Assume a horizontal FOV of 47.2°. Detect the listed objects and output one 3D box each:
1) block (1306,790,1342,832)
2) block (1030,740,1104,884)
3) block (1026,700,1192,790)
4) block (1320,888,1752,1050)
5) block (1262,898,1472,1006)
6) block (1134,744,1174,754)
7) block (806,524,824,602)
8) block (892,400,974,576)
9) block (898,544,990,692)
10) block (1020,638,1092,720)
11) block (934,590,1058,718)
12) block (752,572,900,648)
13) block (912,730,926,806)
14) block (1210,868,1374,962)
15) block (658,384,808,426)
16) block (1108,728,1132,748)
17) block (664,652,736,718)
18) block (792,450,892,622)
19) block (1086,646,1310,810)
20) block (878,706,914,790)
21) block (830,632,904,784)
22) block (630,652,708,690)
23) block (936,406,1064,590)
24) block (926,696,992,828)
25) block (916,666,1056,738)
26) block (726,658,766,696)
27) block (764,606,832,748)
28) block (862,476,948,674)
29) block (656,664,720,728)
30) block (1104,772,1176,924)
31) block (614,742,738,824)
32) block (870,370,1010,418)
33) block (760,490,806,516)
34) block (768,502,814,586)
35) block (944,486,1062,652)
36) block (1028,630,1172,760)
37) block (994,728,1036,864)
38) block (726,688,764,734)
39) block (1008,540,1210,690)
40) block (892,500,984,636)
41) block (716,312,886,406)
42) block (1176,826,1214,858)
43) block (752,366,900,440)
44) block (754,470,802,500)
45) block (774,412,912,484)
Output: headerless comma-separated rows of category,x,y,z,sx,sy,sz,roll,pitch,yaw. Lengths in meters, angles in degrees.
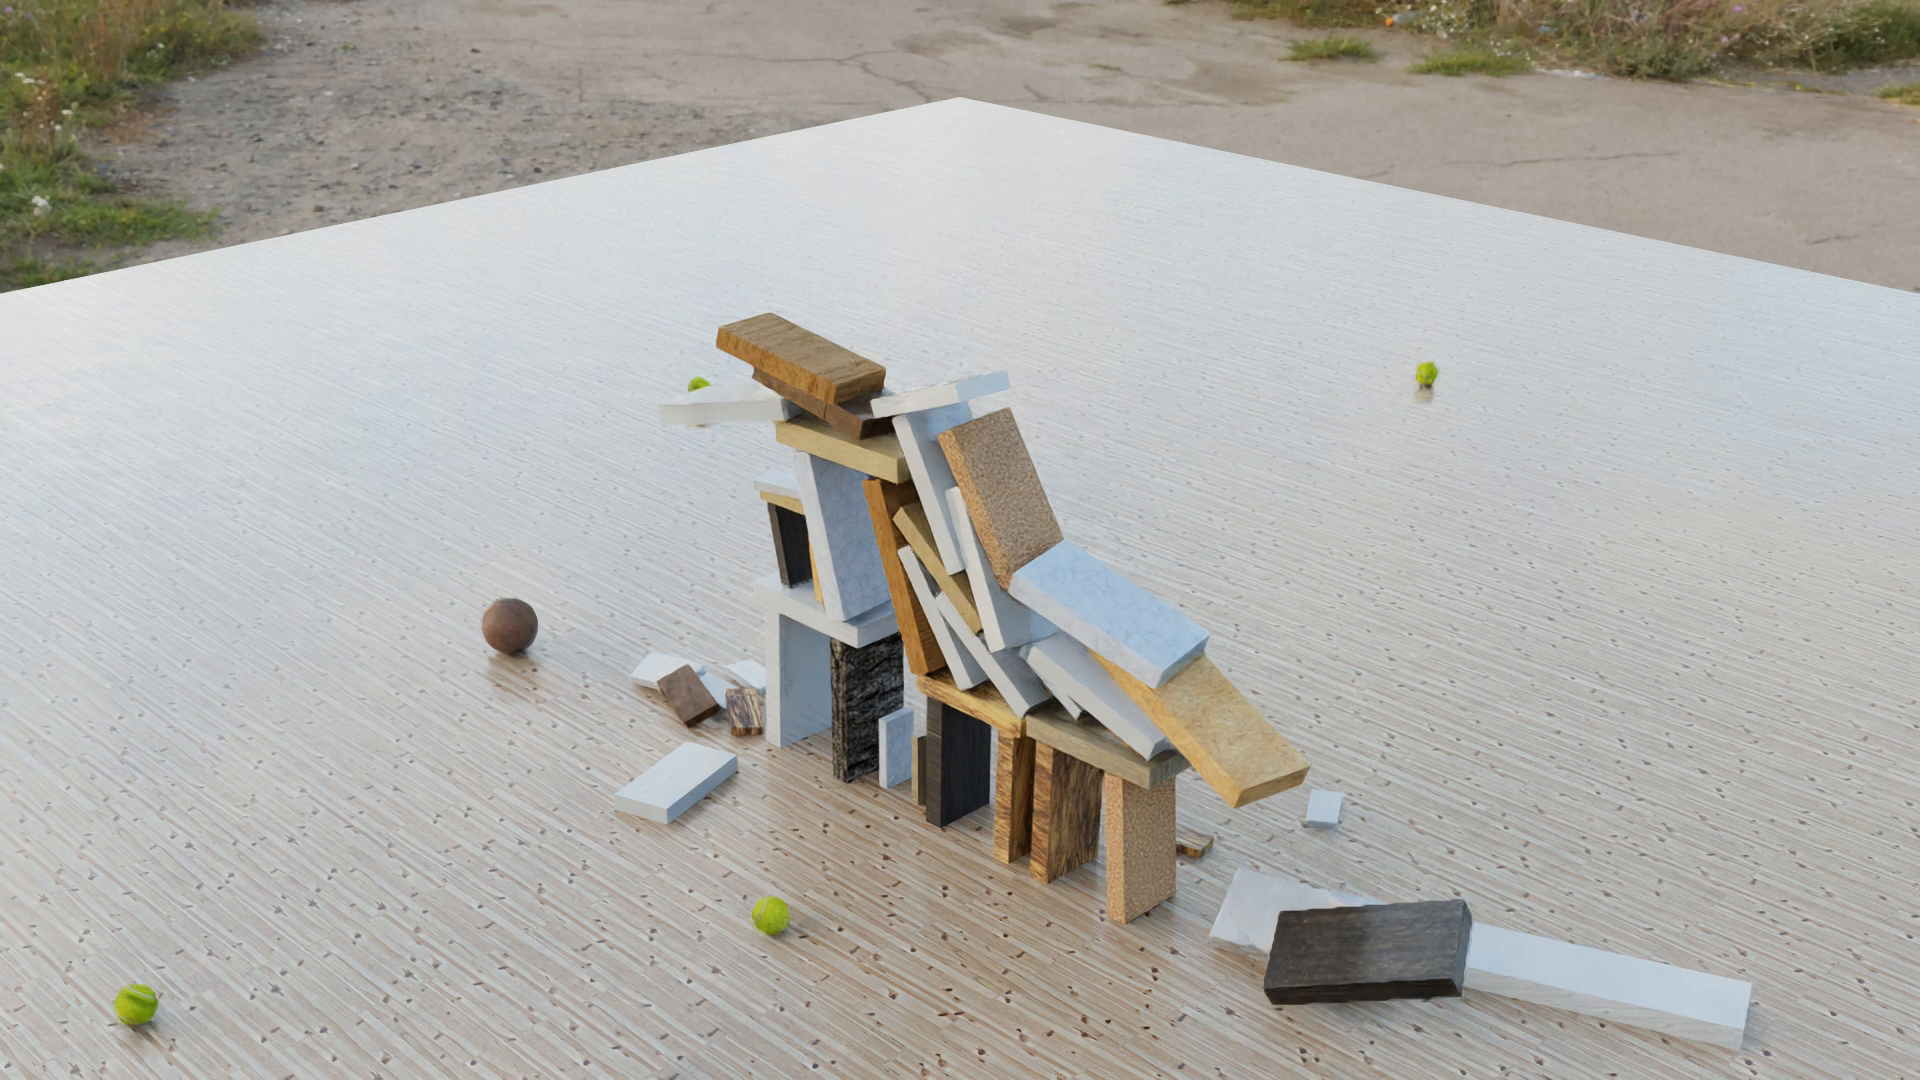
block,0.737,0.546,4.451,0.063,0.018,0.127,5,24,13
block,0.206,0.496,4.206,0.042,0.299,0.149,24,32,39
block,0.284,0.367,4.073,0.299,0.042,0.149,21,31,40
block,0.998,0.758,3.920,0.771,0.042,0.148,10,25,22
block,0.697,0.706,3.766,0.336,0.048,0.168,-10,38,29
block,0.314,0.311,4.014,0.091,0.026,0.183,-11,46,-33
block,-0.264,0.030,4.515,0.090,0.179,0.025,-21,23,-41
block,-0.006,-0.105,4.188,0.157,0.315,0.045,-18,-3,-41
block,-0.001,0.129,4.269,0.141,0.298,0.040,-24,0,-43
block,0.202,0.257,4.126,0.091,0.026,0.183,-13,50,-39
block,0.088,0.195,4.201,0.141,0.040,0.283,-23,69,-42
block,-0.263,0.130,4.569,0.322,0.046,0.161,21,31,40
block,-0.060,0.457,4.484,0.078,0.156,0.022,-16,28,-33
block,0.617,0.701,3.966,0.297,0.042,0.148,12,57,27
block,-0.439,-0.277,4.459,0.309,0.044,0.154,0,17,32
block,0.283,0.302,4.056,0.091,0.026,0.183,-21,52,-40
block,-0.585,0.327,4.960,0.081,0.023,0.322,-19,30,-38
block,-0.225,-0.031,4.442,0.049,0.349,0.175,1,18,43
block,0.423,0.298,3.944,0.168,0.048,0.431,-13,47,-35
block,-0.131,0.430,4.548,0.022,0.156,0.078,22,31,40
block,-0.191,0.330,4.570,0.161,0.322,0.046,-21,31,-40
block,-0.658,0.302,4.962,0.163,0.023,0.081,10,48,35
block,0.085,-0.080,4.134,0.157,0.315,0.045,-23,1,-41
block,-0.002,0.421,4.403,0.040,0.285,0.143,22,31,40
block,0.066,0.297,4.275,0.143,0.040,0.285,-21,30,-40
block,-0.466,0.312,5.000,0.070,0.020,0.139,-16,28,-33
block,-0.339,0.271,4.708,0.161,0.322,0.046,-21,33,-40
block,-0.066,0.050,4.321,0.049,0.391,0.175,-6,12,46
block,-0.599,0.343,4.851,0.081,0.023,0.163,-30,42,-14
block,0.337,0.547,4.086,0.042,0.299,0.149,17,28,42
block,-0.584,0.499,4.538,0.128,0.036,0.256,12,26,26
block,-0.038,-0.271,4.101,0.128,0.036,0.256,-18,7,-39
block,-0.320,-0.087,4.526,0.179,0.025,0.090,20,30,39
block,-0.345,-0.003,4.591,0.090,0.179,0.025,-22,19,-41
block,0.085,0.042,4.155,0.157,0.315,0.045,-12,-6,-40
block,0.282,0.268,3.999,0.297,0.042,0.149,38,41,25
block,0.134,0.475,4.275,0.143,0.285,0.040,-21,33,-41
block,-0.472,0.375,4.810,0.070,0.020,0.140,1,33,-13
block,0.272,0.133,4.012,0.336,0.048,0.168,33,39,22
block,0.007,0.040,4.219,0.141,0.040,0.283,-21,68,-42
block,-0.314,-0.360,4.341,0.309,0.044,0.154,27,31,28
block,0.431,0.590,4.346,0.127,0.018,0.063,14,26,29
block,-0.247,-0.291,4.334,0.309,0.044,0.154,31,32,34
block,-0.348,-0.112,4.528,0.139,0.020,0.070,13,26,27
block,-0.183,-0.199,4.324,0.349,0.049,0.175,20,30,41
